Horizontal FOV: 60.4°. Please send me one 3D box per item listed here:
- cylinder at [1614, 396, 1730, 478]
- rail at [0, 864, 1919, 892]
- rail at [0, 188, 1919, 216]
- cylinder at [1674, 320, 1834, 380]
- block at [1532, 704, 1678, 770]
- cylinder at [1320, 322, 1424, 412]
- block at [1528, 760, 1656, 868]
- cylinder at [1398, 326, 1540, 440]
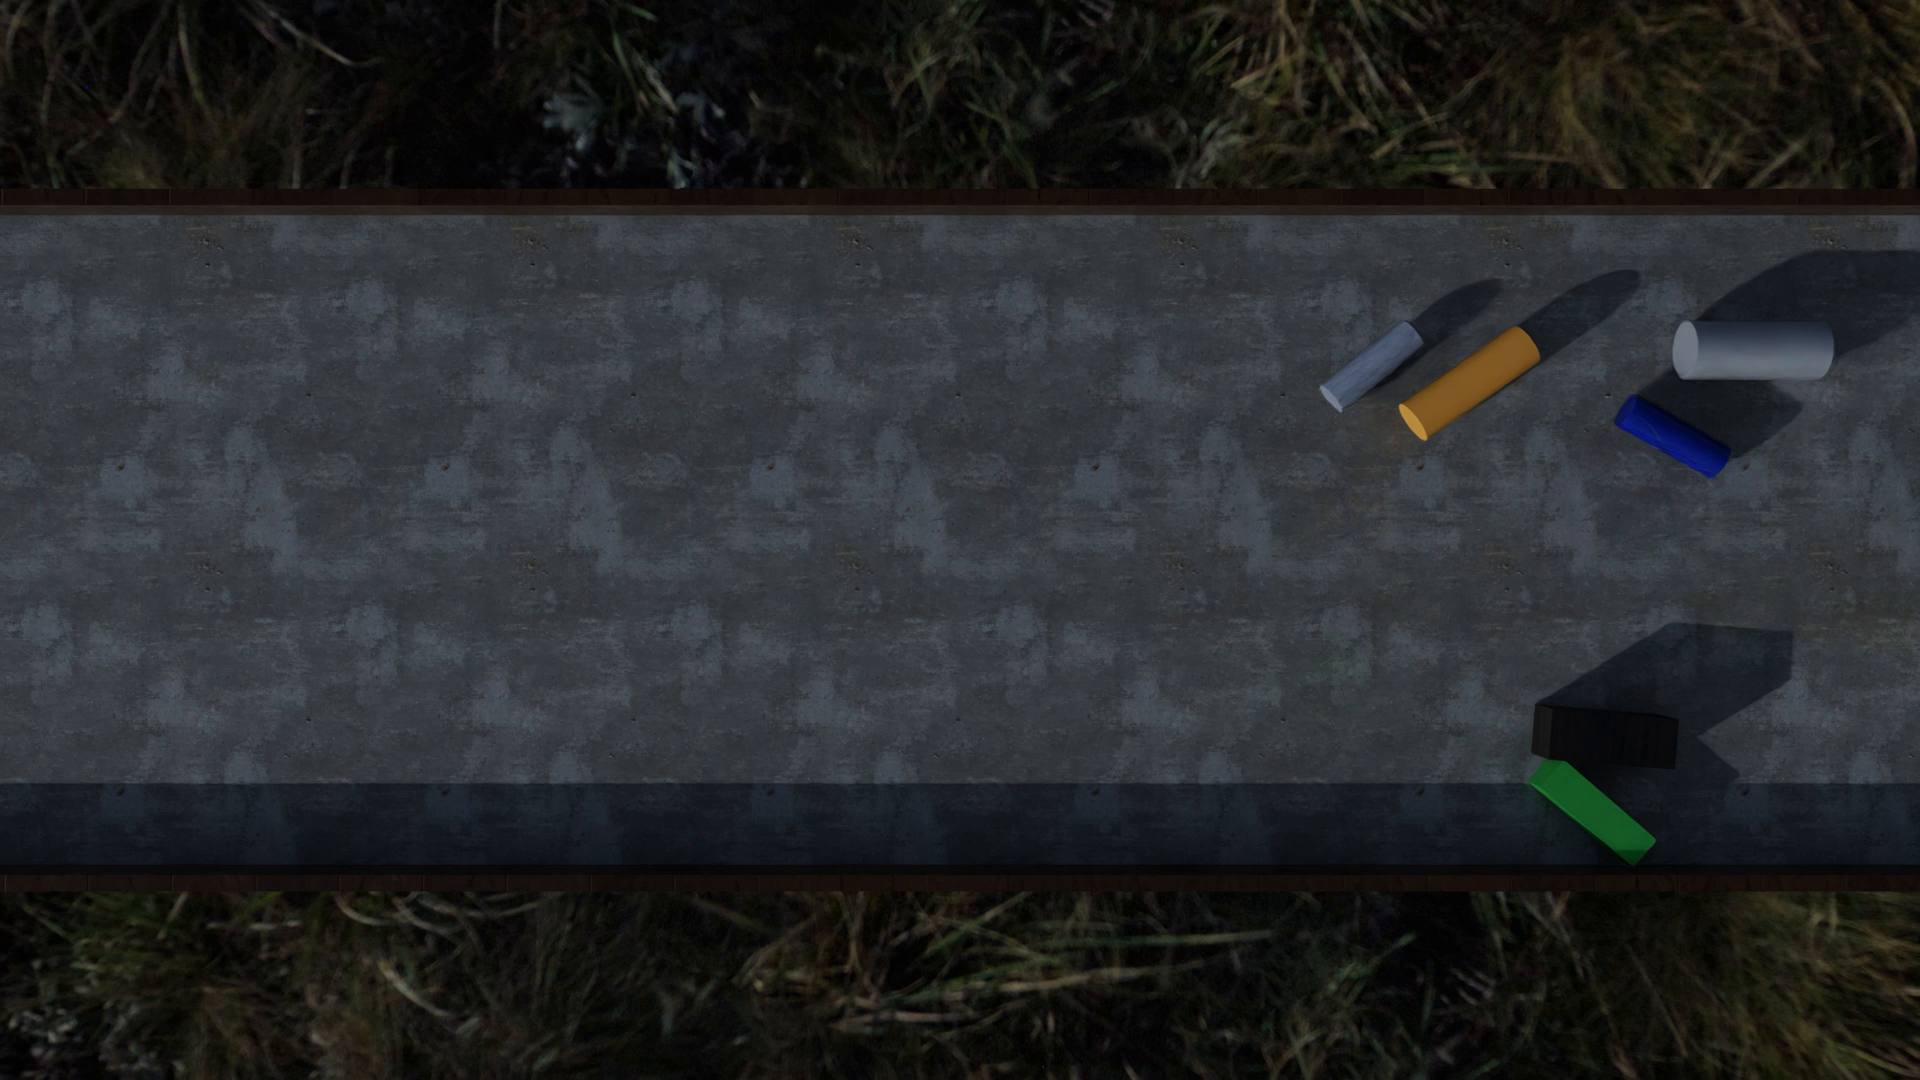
[{"bbox_3d":[2.169,-0.314,5.024,0.326,0.106,0.106,29,90,0],"label":"cylinder"},{"bbox_3d":[-2.247,1.025,5.001,12.000,0.150,0.050,0,90,0],"label":"rail"},{"bbox_3d":[-2.247,-1.025,5.002,12.000,0.150,0.050,0,90,0],"label":"rail"},{"bbox_3d":[2.396,-0.574,4.989,0.403,0.175,0.175,-1,90,1],"label":"cylinder"},{"bbox_3d":[1.953,0.595,5.001,0.378,0.151,0.151,5,90,0],"label":"block"},{"bbox_3d":[1.256,-0.527,5.025,0.316,0.103,0.103,-38,90,0],"label":"cylinder"},{"bbox_3d":[1.924,0.824,5.022,0.372,0.109,0.109,41,90,0],"label":"block"},{"bbox_3d":[1.547,-0.476,5.009,0.416,0.135,0.135,-35,90,0],"label":"cylinder"}]
